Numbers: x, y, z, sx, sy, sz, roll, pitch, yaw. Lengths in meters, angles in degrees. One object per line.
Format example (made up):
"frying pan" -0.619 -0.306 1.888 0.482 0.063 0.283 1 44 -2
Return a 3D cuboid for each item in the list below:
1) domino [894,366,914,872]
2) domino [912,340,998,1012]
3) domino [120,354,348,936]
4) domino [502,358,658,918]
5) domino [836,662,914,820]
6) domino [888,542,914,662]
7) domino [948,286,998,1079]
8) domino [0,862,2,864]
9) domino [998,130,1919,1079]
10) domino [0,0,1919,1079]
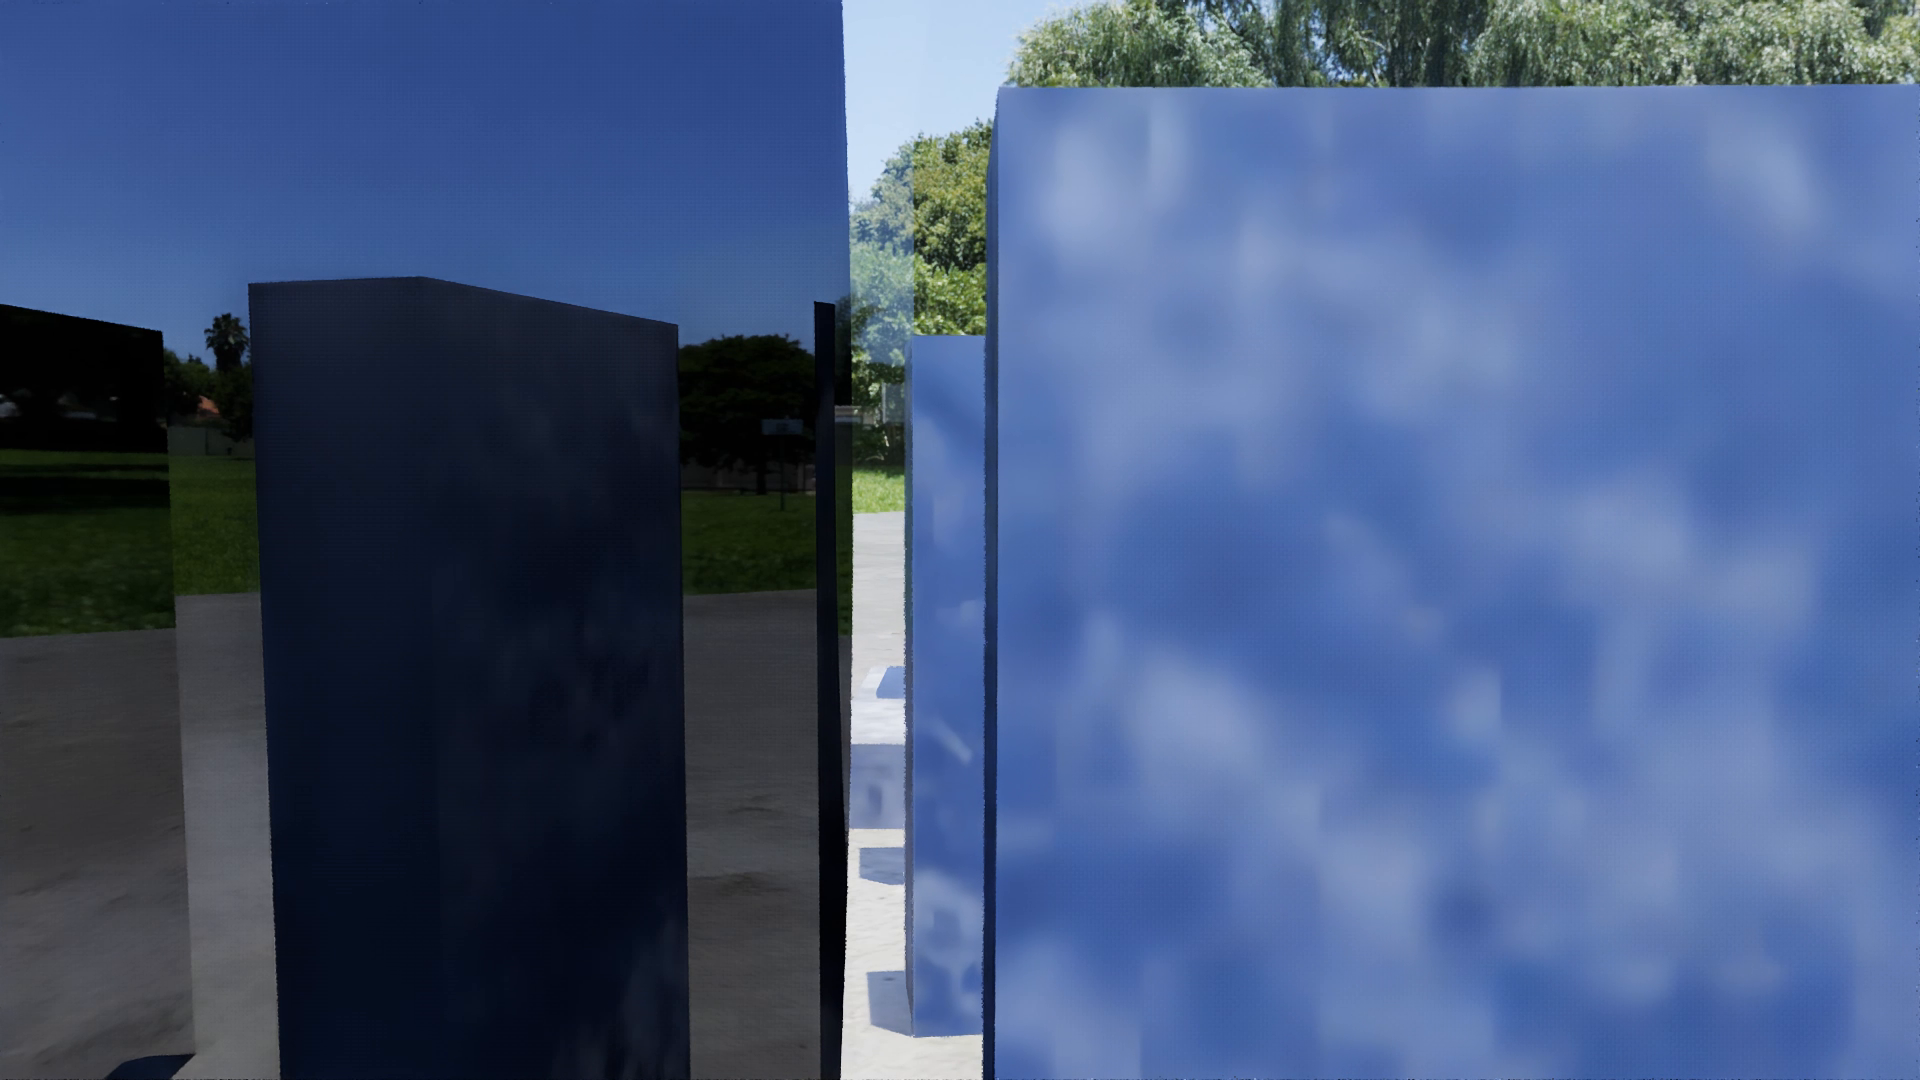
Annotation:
"domino" 0.006 0.008 0.131 0.025 0.050 0.009 0 4 -4
"domino" 0.009 0.010 0.100 0.025 0.050 0.009 0 4 -6
"domino" -0.068 0.008 0.122 0.009 0.050 0.025 -1 4 -10
"domino" -0.037 0.008 0.127 0.009 0.050 0.025 0 4 -6
"domino" -0.001 0.025 0.170 0.025 0.010 0.050 0 4 2
"domino" 0.003 0.013 0.194 0.025 0.009 0.050 1 -20 0
"domino" 0.012 0.012 0.069 0.025 0.050 0.010 0 4 -5
"domino" -0.098 0.009 0.115 0.010 0.050 0.025 -1 4 -15
"domino" 0.014 0.015 0.037 0.025 0.050 0.009 0 4 -1
"domino" 0.012 0.017 0.006 0.025 0.050 0.009 1 4 8
